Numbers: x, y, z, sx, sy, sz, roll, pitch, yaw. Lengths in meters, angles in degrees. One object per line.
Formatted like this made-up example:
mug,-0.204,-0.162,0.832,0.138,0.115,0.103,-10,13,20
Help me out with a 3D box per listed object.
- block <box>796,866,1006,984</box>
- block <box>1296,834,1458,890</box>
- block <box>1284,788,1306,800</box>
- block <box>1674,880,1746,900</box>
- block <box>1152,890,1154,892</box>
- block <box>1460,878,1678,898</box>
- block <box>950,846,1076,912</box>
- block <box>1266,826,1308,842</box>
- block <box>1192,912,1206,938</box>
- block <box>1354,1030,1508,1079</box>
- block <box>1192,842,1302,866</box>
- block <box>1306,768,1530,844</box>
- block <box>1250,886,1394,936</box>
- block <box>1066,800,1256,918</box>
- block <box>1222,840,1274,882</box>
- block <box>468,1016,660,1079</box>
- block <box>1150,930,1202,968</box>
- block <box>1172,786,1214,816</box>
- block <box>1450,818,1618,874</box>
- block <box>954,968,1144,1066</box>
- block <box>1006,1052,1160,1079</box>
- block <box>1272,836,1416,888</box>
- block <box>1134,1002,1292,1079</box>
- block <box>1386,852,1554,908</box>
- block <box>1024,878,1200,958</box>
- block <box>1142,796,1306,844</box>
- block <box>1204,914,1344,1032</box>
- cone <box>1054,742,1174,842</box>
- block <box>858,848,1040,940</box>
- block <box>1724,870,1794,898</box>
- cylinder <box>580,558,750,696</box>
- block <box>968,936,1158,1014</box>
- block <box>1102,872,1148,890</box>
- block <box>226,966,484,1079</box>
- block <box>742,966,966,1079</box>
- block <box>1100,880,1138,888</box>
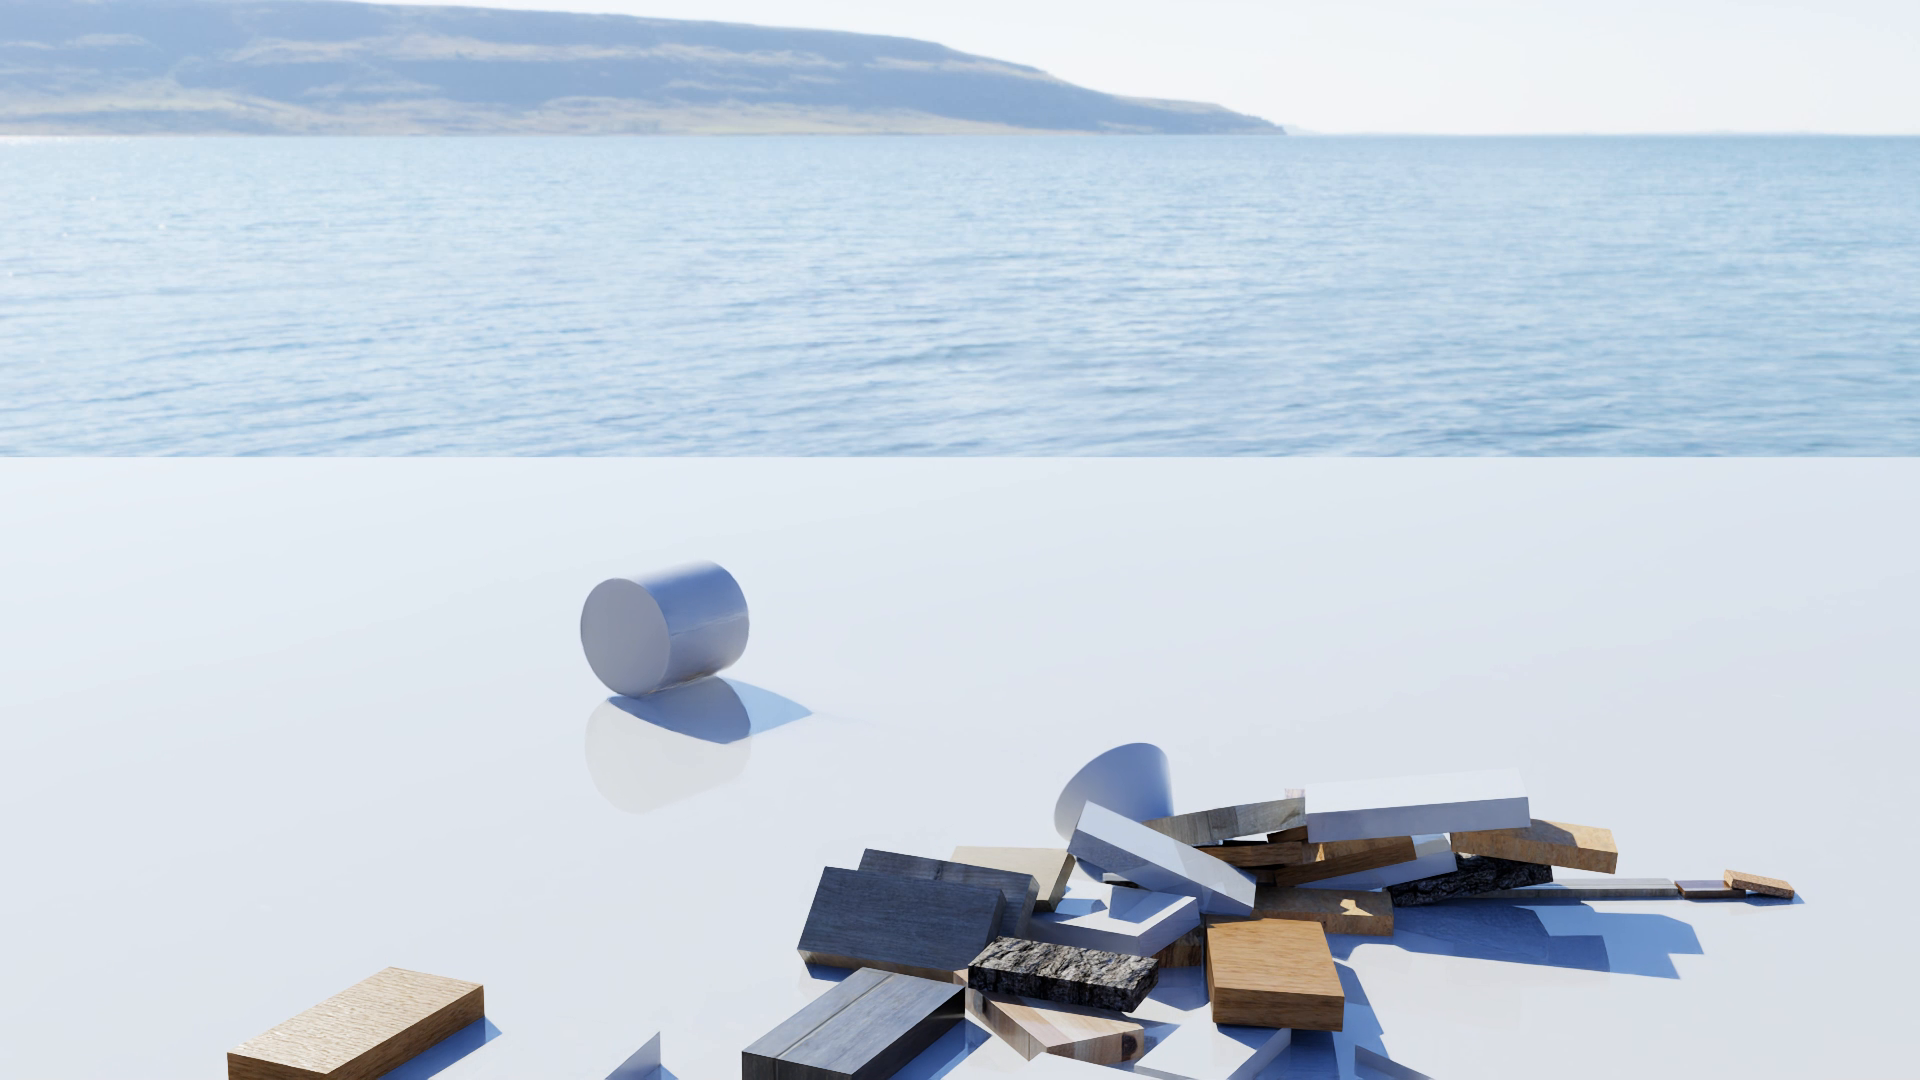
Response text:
block,-0.088,0.586,3.341,0.291,0.041,0.145,4,53,20
block,0.685,0.541,3.663,0.259,0.037,0.130,-13,10,4
block,0.656,0.506,4.035,0.112,0.032,0.225,1,11,6
block,1.251,0.583,3.668,0.103,0.015,0.051,0,11,-2
block,0.322,0.582,3.493,0.054,0.015,0.107,-3,11,-16
block,0.993,0.582,3.675,0.399,0.015,0.051,0,11,-1
block,0.071,0.537,3.492,0.209,0.030,0.104,-3,40,31
block,0.579,0.516,3.781,0.078,0.022,0.157,-15,-17,13
block,0.379,0.609,3.524,0.054,0.015,0.107,-2,11,-13
block,0.643,0.714,2.942,0.078,0.022,0.235,-8,13,-36
block,0.447,0.522,3.644,0.112,0.032,0.225,1,-8,-36
block,0.755,0.440,3.649,0.355,0.050,0.177,-6,8,10
block,0.578,0.597,3.543,0.230,0.033,0.115,1,11,8
block,0.322,0.515,3.492,0.299,0.042,0.149,24,13,5
block,0.496,0.554,3.801,0.078,0.022,0.157,1,11,4
block,-0.540,0.715,2.865,0.167,0.047,0.335,3,11,18
block,0.296,0.613,3.454,0.115,0.033,0.230,-1,11,-7
block,0.410,0.503,4.052,0.112,0.032,0.225,0,11,1
block,0.940,0.493,3.615,0.259,0.037,0.130,7,11,10
block,0.121,0.671,3.118,0.149,0.042,0.299,-5,12,-25
block,0.187,0.726,2.844,0.247,0.035,0.123,6,12,29
block,0.633,0.520,3.650,0.230,0.033,0.115,-13,10,6
block,0.346,0.698,2.991,0.123,0.035,0.247,6,12,30
block,0.840,0.550,3.654,0.259,0.037,0.130,-10,10,4
block,0.208,0.587,3.422,0.299,0.042,0.149,1,16,43
block,0.477,0.482,3.761,0.177,0.050,0.355,-15,-11,33
block,0.452,0.627,3.212,0.177,0.050,0.387,3,5,4
cone,0.321,0.515,3.787,0.235,0.235,0.235,-6,39,-30
block,-0.035,0.571,3.403,0.291,0.145,0.041,5,-32,26
block,1.332,0.574,3.667,0.103,0.015,0.051,11,10,3
cylinder,-0.674,0.198,5.033,0.272,0.272,0.272,7,13,34
block,0.149,0.623,3.161,0.247,0.035,0.123,4,11,22
block,0.353,0.563,3.633,0.209,0.030,0.104,0,-3,-26
block,-0.829,0.682,3.043,0.167,0.047,0.335,5,12,24
block,-0.142,0.683,3.041,0.167,0.047,0.335,5,12,26
block,0.231,0.570,3.562,0.061,0.017,0.122,5,-19,-27
